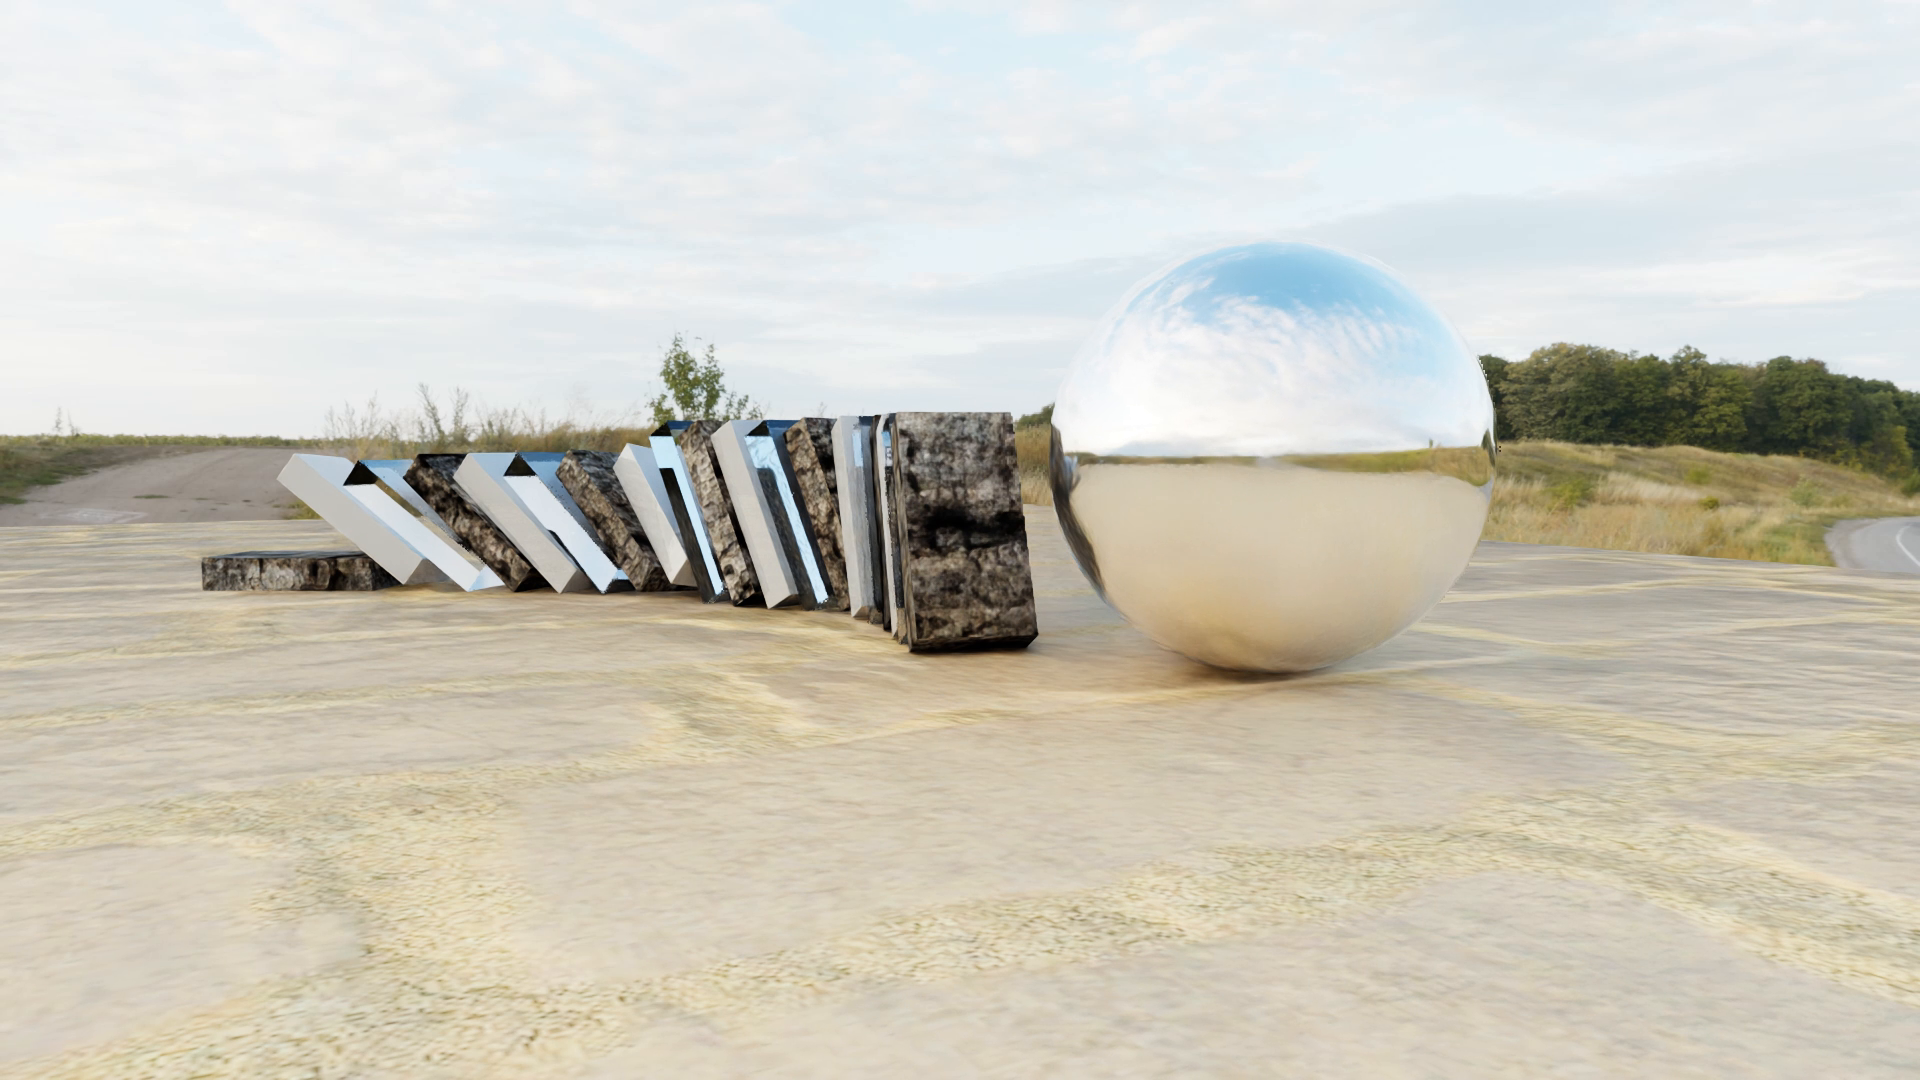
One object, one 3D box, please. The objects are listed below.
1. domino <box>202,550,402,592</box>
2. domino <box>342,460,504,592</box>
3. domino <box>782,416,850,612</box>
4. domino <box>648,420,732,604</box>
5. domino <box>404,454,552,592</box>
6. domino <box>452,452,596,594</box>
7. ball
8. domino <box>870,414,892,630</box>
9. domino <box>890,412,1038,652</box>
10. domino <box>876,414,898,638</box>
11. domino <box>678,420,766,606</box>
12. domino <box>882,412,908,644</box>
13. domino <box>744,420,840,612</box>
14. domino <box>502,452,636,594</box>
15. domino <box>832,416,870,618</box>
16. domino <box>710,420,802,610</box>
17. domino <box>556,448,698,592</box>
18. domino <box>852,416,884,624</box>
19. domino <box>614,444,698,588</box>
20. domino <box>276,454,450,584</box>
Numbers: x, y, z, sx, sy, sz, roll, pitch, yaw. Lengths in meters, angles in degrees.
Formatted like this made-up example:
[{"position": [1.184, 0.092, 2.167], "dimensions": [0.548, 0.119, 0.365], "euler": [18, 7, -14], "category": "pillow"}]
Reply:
[{"position": [-0.195, 0.009, 0.384], "dimensions": [0.050, 0.009, 0.025], "euler": [0, 4, 2], "category": "domino"}, {"position": [-0.156, -0.005, 0.384], "dimensions": [0.050, 0.009, 0.025], "euler": [38, 11, 7], "category": "domino"}, {"position": [-0.027, -0.007, 0.334], "dimensions": [0.009, 0.050, 0.025], "euler": [-32, -19, 38], "category": "domino"}, {"position": [-0.066, -0.008, 0.354], "dimensions": [0.010, 0.050, 0.025], "euler": [-32, -17, 38], "category": "domino"}, {"position": [-0.139, -0.006, 0.383], "dimensions": [0.050, 0.009, 0.025], "euler": [43, 16, 11], "category": "domino"}, {"position": [-0.123, -0.006, 0.380], "dimensions": [0.050, 0.010, 0.025], "euler": [44, 18, 14], "category": "domino"}, {"position": [0.056, -0.015, 0.238], "dimensions": [0.080, 0.080, 0.080], "euler": [0, 4, 0], "category": "ball"}, {"position": [-0.007, -0.005, 0.300], "dimensions": [0.025, 0.050, 0.009], "euler": [-1, -21, -13], "category": "domino"}, {"position": [0.000, -0.002, 0.269], "dimensions": [0.025, 0.050, 0.009], "euler": [-1, -21, -13], "category": "domino"}, {"position": [-0.004, -0.004, 0.290], "dimensions": [0.025, 0.050, 0.009], "euler": [-1, -21, -13], "category": "domino"}, {"position": [-0.056, -0.008, 0.348], "dimensions": [0.009, 0.050, 0.025], "euler": [-32, -17, 38], "category": "domino"}, {"position": [-0.002, -0.003, 0.280], "dimensions": [0.025, 0.050, 0.009], "euler": [-1, -21, -13], "category": "domino"}, {"position": [-0.037, -0.007, 0.338], "dimensions": [0.009, 0.050, 0.025], "euler": [-32, -17, 38], "category": "domino"}, {"position": [-0.108, -0.006, 0.376], "dimensions": [0.050, 0.009, 0.025], "euler": [45, 22, 19], "category": "domino"}, {"position": [-0.016, -0.006, 0.320], "dimensions": [0.025, 0.050, 0.009], "euler": [-1, -21, -20], "category": "domino"}, {"position": [-0.047, -0.008, 0.343], "dimensions": [0.009, 0.050, 0.025], "euler": [-32, -17, 38], "category": "domino"}, {"position": [-0.094, -0.006, 0.372], "dimensions": [0.050, 0.009, 0.025], "euler": [49, 25, 26], "category": "domino"}, {"position": [-0.011, -0.005, 0.310], "dimensions": [0.025, 0.050, 0.010], "euler": [-1, -21, -15], "category": "domino"}, {"position": [-0.079, -0.006, 0.370], "dimensions": [0.025, 0.009, 0.050], "euler": [11, 34, -45], "category": "domino"}, {"position": [-0.175, -0.006, 0.384], "dimensions": [0.050, 0.009, 0.025], "euler": [38, 5, 5], "category": "domino"}]
